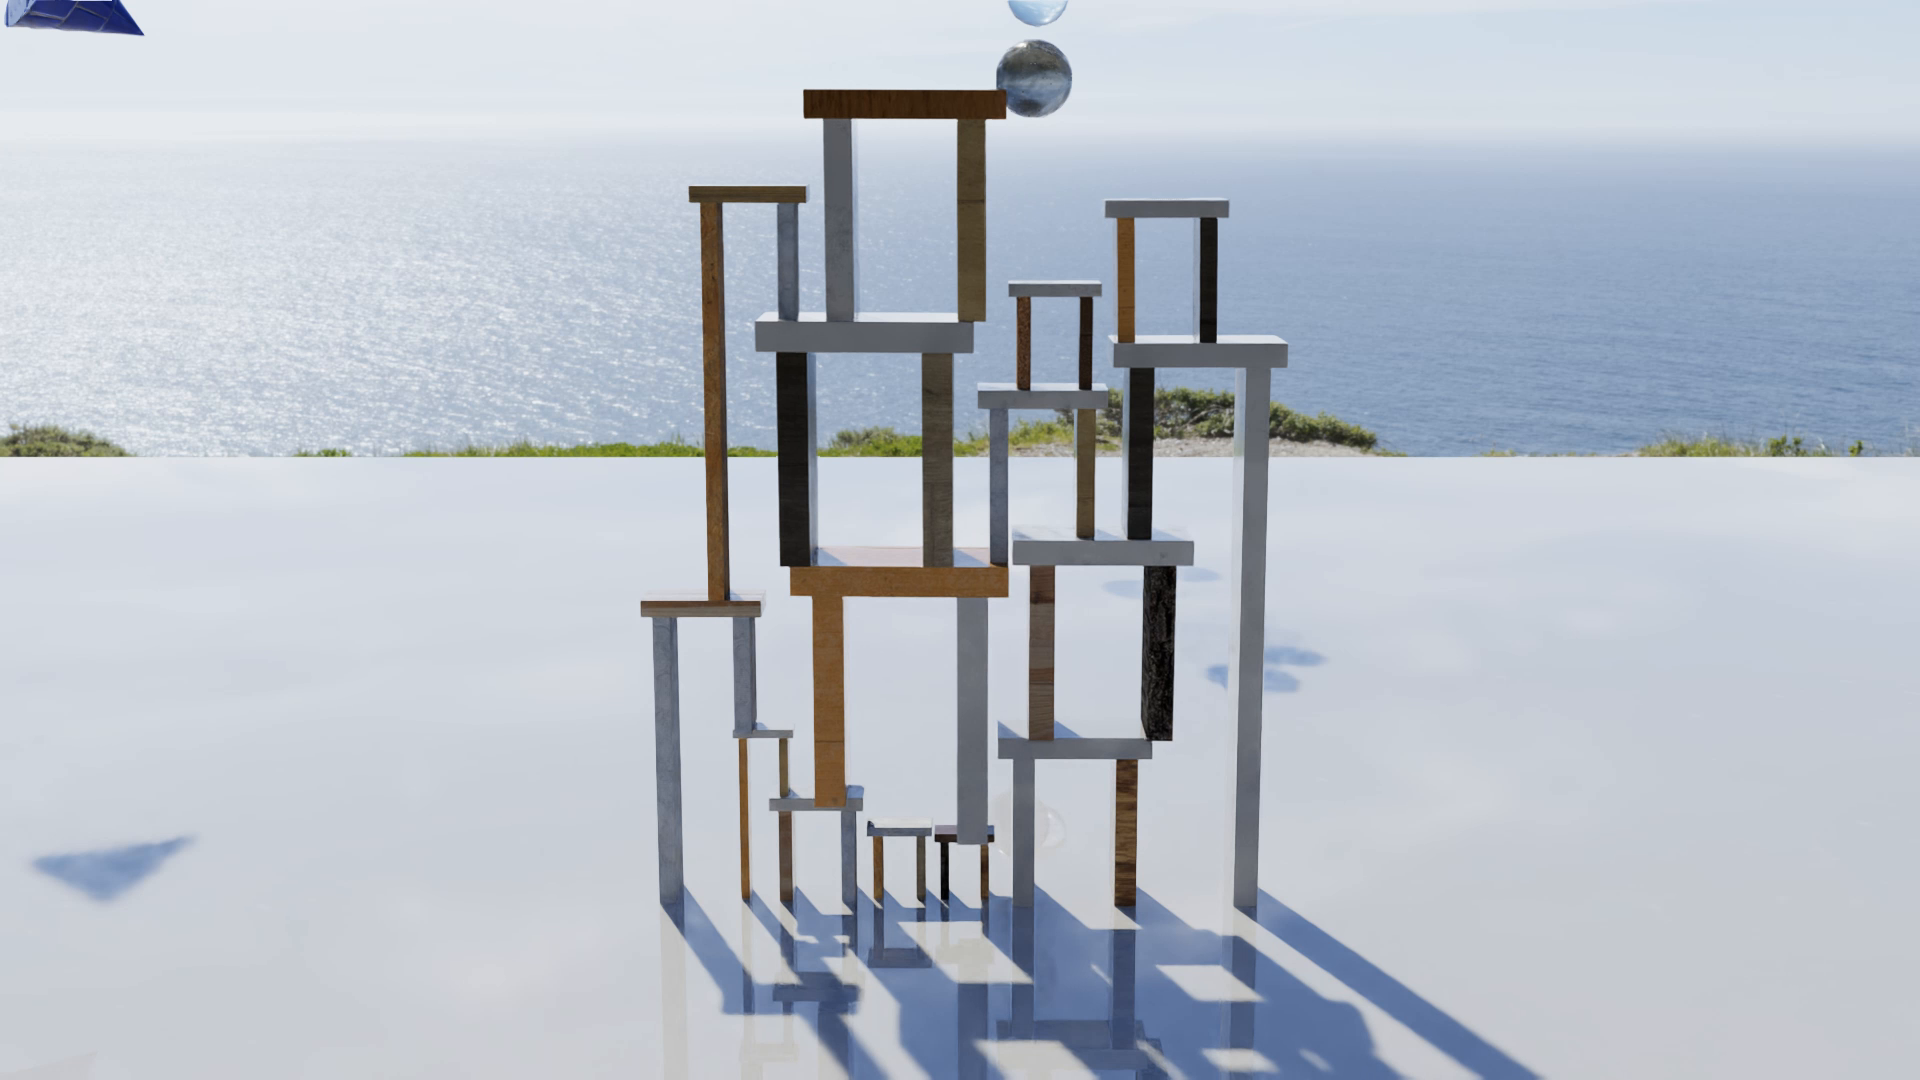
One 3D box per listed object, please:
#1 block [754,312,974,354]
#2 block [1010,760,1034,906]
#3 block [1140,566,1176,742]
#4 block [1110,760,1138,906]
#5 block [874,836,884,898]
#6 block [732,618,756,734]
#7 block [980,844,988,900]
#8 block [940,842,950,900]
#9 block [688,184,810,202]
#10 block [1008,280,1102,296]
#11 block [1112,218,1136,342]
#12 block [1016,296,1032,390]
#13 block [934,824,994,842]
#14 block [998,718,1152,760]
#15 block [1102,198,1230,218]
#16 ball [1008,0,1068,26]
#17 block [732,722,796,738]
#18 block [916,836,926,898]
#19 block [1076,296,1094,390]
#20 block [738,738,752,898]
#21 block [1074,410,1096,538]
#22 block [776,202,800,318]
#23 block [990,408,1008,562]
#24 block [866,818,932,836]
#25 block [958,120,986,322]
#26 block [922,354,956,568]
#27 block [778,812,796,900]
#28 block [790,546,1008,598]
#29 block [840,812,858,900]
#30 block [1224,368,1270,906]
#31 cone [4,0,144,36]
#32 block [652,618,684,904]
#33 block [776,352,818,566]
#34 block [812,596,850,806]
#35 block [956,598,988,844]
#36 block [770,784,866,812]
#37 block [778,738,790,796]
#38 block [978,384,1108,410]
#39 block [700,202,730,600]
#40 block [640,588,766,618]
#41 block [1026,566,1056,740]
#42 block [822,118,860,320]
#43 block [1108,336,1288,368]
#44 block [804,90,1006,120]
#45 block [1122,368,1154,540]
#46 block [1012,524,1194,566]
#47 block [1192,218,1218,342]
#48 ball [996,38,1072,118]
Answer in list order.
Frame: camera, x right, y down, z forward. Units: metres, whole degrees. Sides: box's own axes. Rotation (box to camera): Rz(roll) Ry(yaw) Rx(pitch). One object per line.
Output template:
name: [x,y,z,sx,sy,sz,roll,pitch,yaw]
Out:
block: [-0.147,-0.330,3.494,0.339,0.048,0.170,0,11,1]
block: [0.104,0.467,3.647,0.035,0.250,0.125,0,11,0]
block: [0.323,0.169,3.584,0.041,0.287,0.144,0,11,0]
block: [0.271,0.467,3.647,0.035,0.250,0.125,0,11,0]
block: [-0.136,0.537,3.663,0.015,0.107,0.054,0,11,0]
block: [-0.352,0.211,3.600,0.027,0.194,0.097,0,10,0]
block: [0.041,0.542,3.656,0.014,0.099,0.050,0,11,0]
block: [-0.025,0.542,3.656,0.014,0.099,0.049,0,11,0]
block: [-0.330,-0.546,3.458,0.182,0.026,0.091,0,12,0]
block: [0.150,-0.399,3.489,0.146,0.021,0.073,0,11,1]
block: [0.259,-0.414,3.480,0.027,0.193,0.096,-1,10,0]
block: [0.102,-0.317,3.505,0.021,0.146,0.073,0,11,0]
block: [0.008,0.487,3.646,0.099,0.014,0.050,0,11,1]
block: [0.187,0.326,3.620,0.250,0.035,0.125,0,11,0]
block: [0.322,-0.522,3.460,0.193,0.027,0.096,0,10,0]
ball: [0.231,-1.618,6.524,0.185,0.185,0.185,0,11,0]
block: [-0.322,0.313,3.618,0.099,0.014,0.050,0,10,0]
block: [-0.064,0.537,3.663,0.015,0.107,0.054,0,11,0]
block: [0.199,-0.317,3.503,0.021,0.146,0.073,0,11,1]
block: [-0.355,0.455,3.644,0.014,0.275,0.050,0,11,0]
block: [0.200,-0.115,3.540,0.029,0.206,0.103,0,11,0]
block: [-0.272,-0.445,3.478,0.026,0.182,0.091,0,11,1]
block: [0.063,-0.095,3.543,0.029,0.247,0.103,0,11,1]
block: [-0.100,0.477,3.652,0.107,0.015,0.054,0,11,0]
block: [0.019,-0.505,3.460,0.044,0.309,0.154,0,11,1]
block: [-0.034,-0.139,3.528,0.048,0.339,0.170,0,11,1]
block: [-0.287,0.514,3.658,0.022,0.154,0.077,0,11,0]
block: [-0.095,0.050,3.572,0.347,0.049,0.174,0,11,1]
block: [-0.184,0.514,3.658,0.022,0.154,0.077,0,11,0]
block: [0.468,0.154,3.593,0.039,0.886,0.136,0,11,0]
cone: [-1.960,-1.206,4.962,0.266,0.266,0.266,29,-10,-38]
block: [-0.481,0.353,3.626,0.027,0.482,0.097,0,11,0]
block: [-0.260,-0.140,3.532,0.048,0.339,0.170,0,11,1]
block: [-0.210,0.245,3.610,0.049,0.347,0.174,0,10,0]
block: [0.021,0.277,3.614,0.049,0.410,0.174,0,11,1]
block: [-0.236,0.427,3.642,0.154,0.022,0.077,0,10,0]
block: [-0.289,0.368,3.628,0.014,0.099,0.049,0,10,0]
block: [0.131,-0.231,3.519,0.206,0.029,0.103,0,11,0]
block: [-0.391,-0.222,3.518,0.026,0.632,0.091,0,11,0]
block: [-0.417,0.102,3.580,0.194,0.027,0.097,0,11,0]
block: [0.132,0.169,3.587,0.041,0.287,0.144,0,11,0]
block: [-0.186,-0.506,3.463,0.044,0.309,0.154,0,11,1]
block: [0.376,-0.301,3.507,0.273,0.039,0.136,0,11,0]
block: [-0.083,-0.679,3.430,0.309,0.044,0.154,0,11,1]
block: [0.285,-0.148,3.534,0.039,0.273,0.136,0,11,0]
block: [0.228,0.008,3.556,0.287,0.041,0.144,0,11,1]
block: [0.388,-0.414,3.480,0.027,0.193,0.096,-1,10,0]
ball: [0.206,-1.282,6.115,0.217,0.217,0.217,0,11,0]
